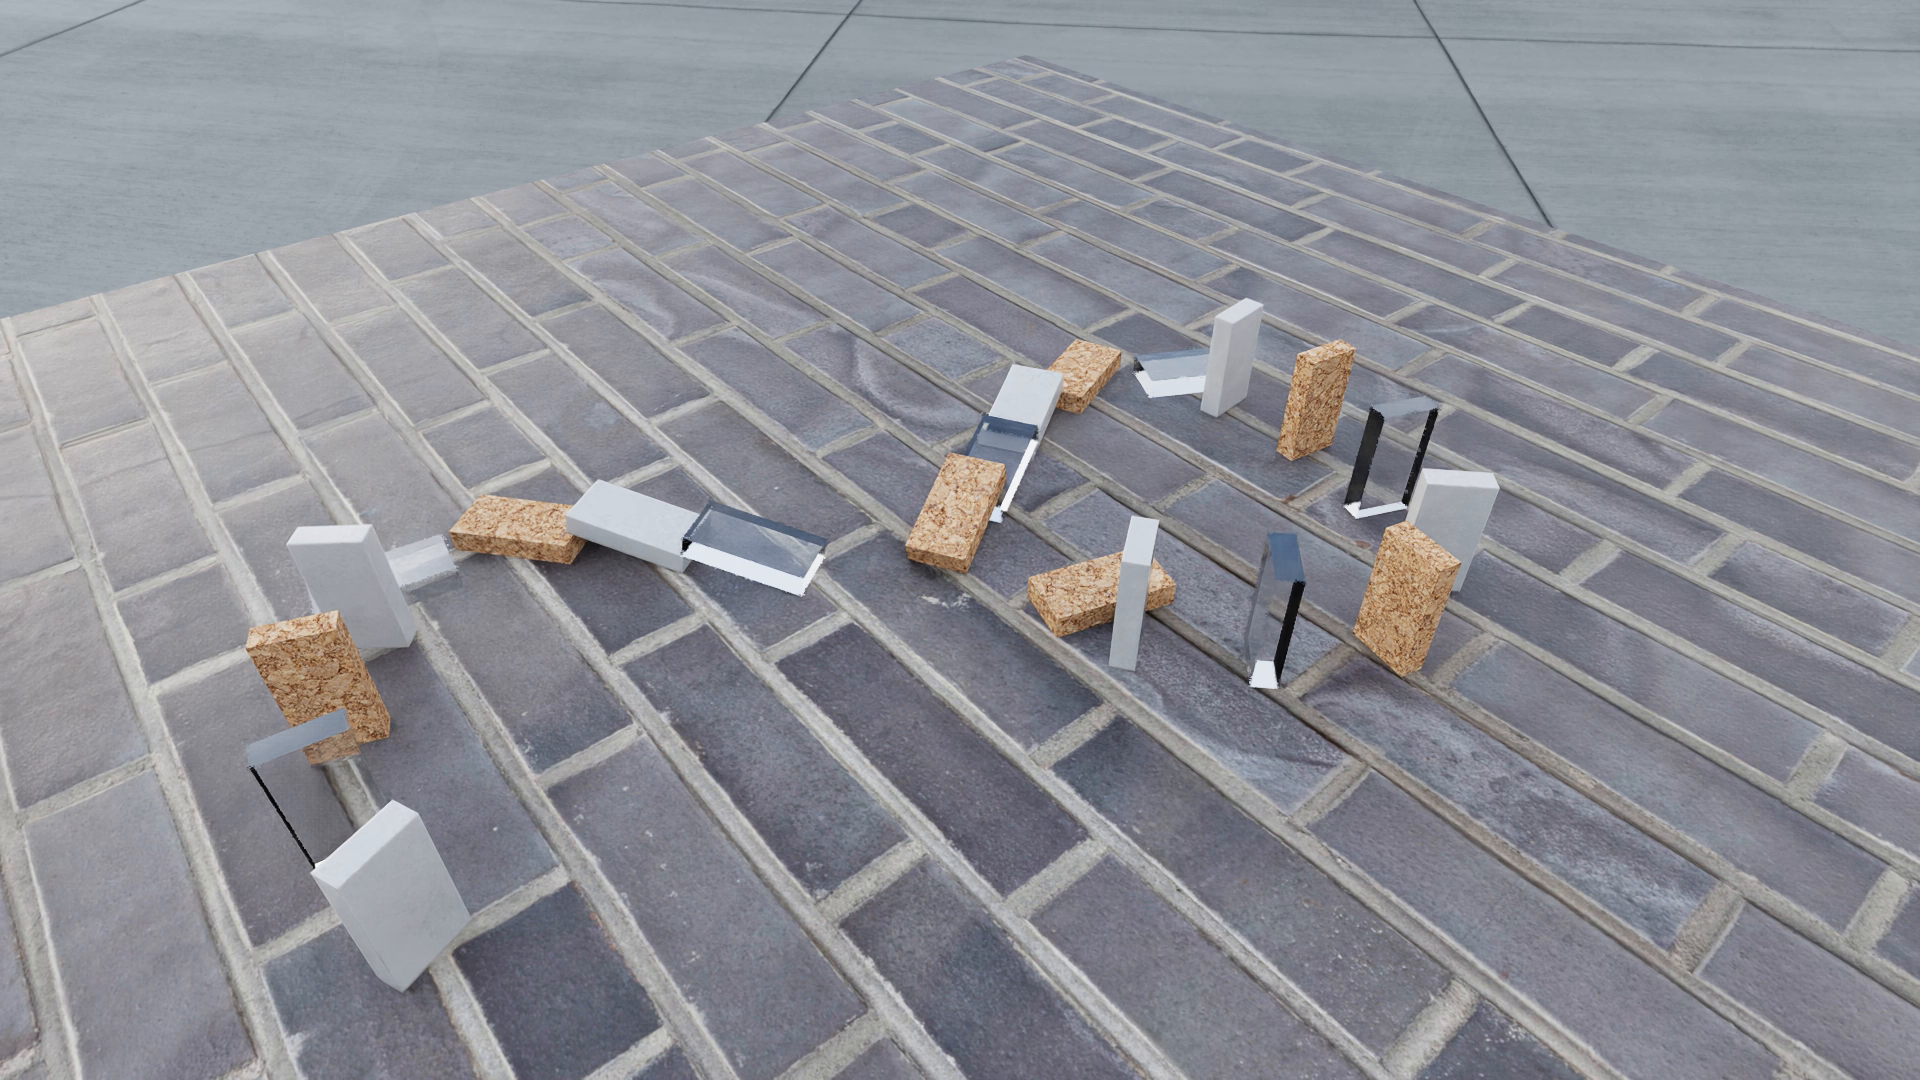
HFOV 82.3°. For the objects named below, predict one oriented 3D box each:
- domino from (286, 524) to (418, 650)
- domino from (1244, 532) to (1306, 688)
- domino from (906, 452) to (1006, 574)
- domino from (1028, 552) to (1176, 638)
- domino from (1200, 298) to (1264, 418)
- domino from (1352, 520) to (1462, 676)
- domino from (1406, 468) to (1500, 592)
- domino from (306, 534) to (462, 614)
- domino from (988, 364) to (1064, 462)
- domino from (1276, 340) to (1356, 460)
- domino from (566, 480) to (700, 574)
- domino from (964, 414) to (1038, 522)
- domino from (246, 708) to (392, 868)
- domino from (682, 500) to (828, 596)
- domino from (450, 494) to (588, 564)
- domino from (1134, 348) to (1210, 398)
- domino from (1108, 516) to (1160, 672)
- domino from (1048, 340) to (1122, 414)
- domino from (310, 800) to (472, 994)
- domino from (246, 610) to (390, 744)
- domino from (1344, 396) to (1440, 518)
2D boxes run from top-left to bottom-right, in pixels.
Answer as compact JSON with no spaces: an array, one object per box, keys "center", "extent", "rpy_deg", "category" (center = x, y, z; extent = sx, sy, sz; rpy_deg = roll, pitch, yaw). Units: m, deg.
[{"center":[-0.215,0.017,0.390],"extent":[0.025,0.050,0.009],"rpy_deg":[-2,39,-3],"category":"domino"},{"center":[0.108,0.025,0.381],"extent":[0.010,0.050,0.025],"rpy_deg":[4,39,5],"category":"domino"},{"center":[-0.001,-0.012,0.447],"extent":[0.025,0.010,0.050],"rpy_deg":[13,57,16],"category":"domino"},{"center":[0.054,0.019,0.420],"extent":[0.050,0.010,0.025],"rpy_deg":[-15,42,-17],"category":"domino"},{"center":[0.127,-0.085,0.515],"extent":[0.009,0.050,0.025],"rpy_deg":[32,49,33],"category":"domino"},{"center":[0.156,0.021,0.386],"extent":[0.010,0.050,0.025],"rpy_deg":[-17,42,-20],"category":"domino"},{"center":[0.182,-0.003,0.415],"extent":[0.025,0.050,0.009],"rpy_deg":[4,40,5],"category":"domino"},{"center":[-0.222,0.016,0.423],"extent":[0.050,0.009,0.025],"rpy_deg":[-22,44,-25],"category":"domino"},{"center":[0.029,-0.059,0.508],"extent":[0.025,0.010,0.050],"rpy_deg":[13,52,15],"category":"domino"},{"center":[0.157,-0.062,0.487],"extent":[0.025,0.050,0.010],"rpy_deg":[-21,44,-23],"category":"domino"},{"center":[-0.129,-0.006,0.443],"extent":[0.050,0.010,0.025],"rpy_deg":[19,42,4],"category":"domino"},{"center":[0.014,-0.031,0.474],"extent":[0.025,0.009,0.050],"rpy_deg":[14,53,16],"category":"domino"},{"center":[-0.184,0.074,0.321],"extent":[0.025,0.050,0.009],"rpy_deg":[-23,44,-25],"category":"domino"},{"center":[-0.081,0.003,0.433],"extent":[0.050,0.010,0.025],"rpy_deg":[18,42,5],"category":"domino"},{"center":[-0.178,-0.005,0.449],"extent":[0.050,0.010,0.025],"rpy_deg":[7,40,8],"category":"domino"},{"center":[0.114,-0.084,0.546],"extent":[0.050,0.010,0.025],"rpy_deg":[-7,40,-9],"category":"domino"},{"center":[0.061,0.019,0.388],"extent":[0.009,0.050,0.025],"rpy_deg":[9,40,11],"category":"domino"},{"center":[0.058,-0.081,0.543],"extent":[0.025,0.009,0.050],"rpy_deg":[19,43,22],"category":"domino"},{"center":[-0.151,0.096,0.294],"extent":[0.010,0.050,0.025],"rpy_deg":[18,43,21],"category":"domino"},{"center":[-0.205,0.047,0.354],"extent":[0.025,0.050,0.010],"rpy_deg":[-12,41,-15],"category":"domino"},{"center":[0.177,-0.033,0.452],"extent":[0.025,0.050,0.009],"rpy_deg":[-11,41,-13],"category":"domino"}]
